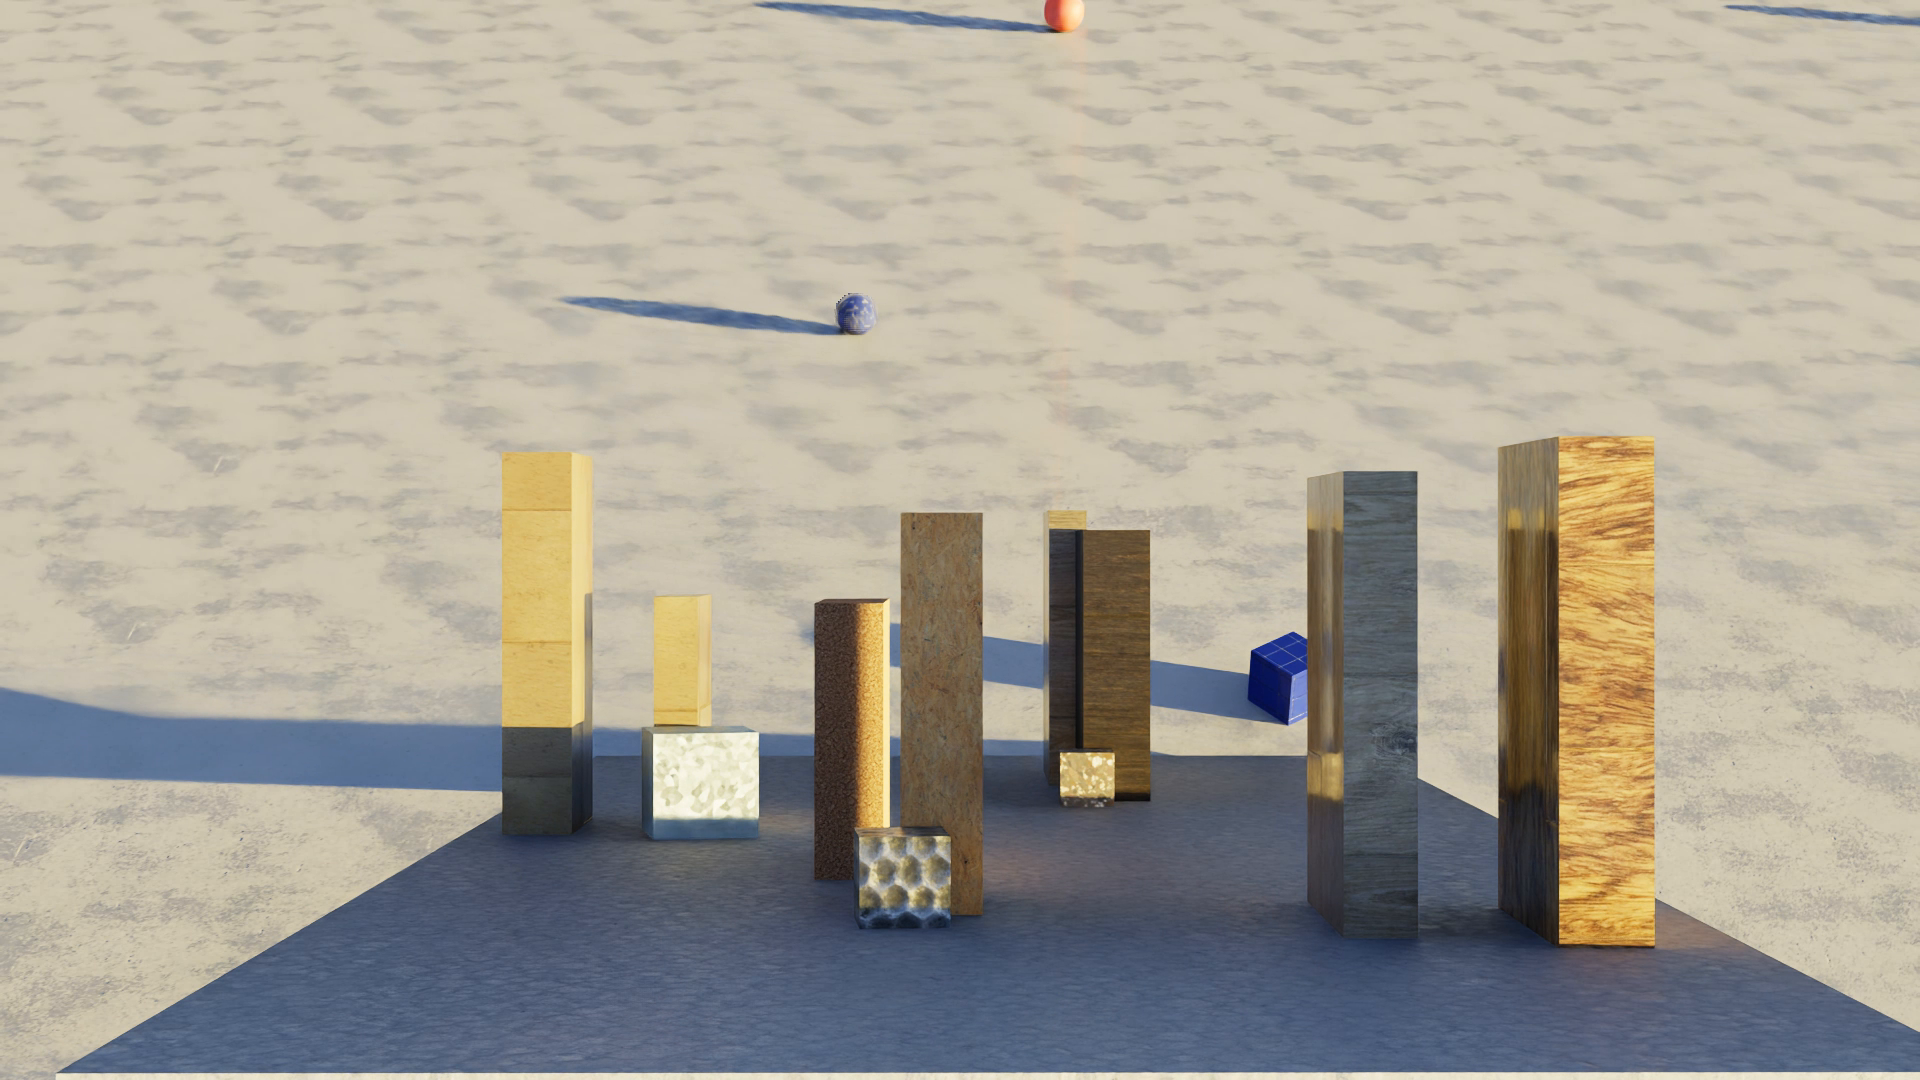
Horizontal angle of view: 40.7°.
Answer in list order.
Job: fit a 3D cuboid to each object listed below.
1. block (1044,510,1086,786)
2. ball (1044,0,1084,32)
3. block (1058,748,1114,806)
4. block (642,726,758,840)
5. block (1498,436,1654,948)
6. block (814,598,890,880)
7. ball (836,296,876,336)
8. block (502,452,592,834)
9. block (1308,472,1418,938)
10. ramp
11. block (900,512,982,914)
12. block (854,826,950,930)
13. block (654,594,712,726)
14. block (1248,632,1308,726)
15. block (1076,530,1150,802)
[{"bbox_3d":[0.243,0.244,6.031,0.085,0.620,0.403,0,0,0],"label":"block"},{"bbox_3d":[0.469,-2.393,11.712,0.185,0.185,0.185,0,30,0],"label":"ball"},{"bbox_3d":[0.264,0.497,5.414,0.112,0.112,0.112,0,0,1],"label":"block"},{"bbox_3d":[-0.491,0.455,4.875,0.195,0.195,0.195,0,0,-13],"label":"block"},{"bbox_3d":[0.869,0.205,3.675,0.128,0.689,0.393,0,0,0],"label":"block"},{"bbox_3d":[-0.180,0.327,4.376,0.112,0.448,0.363,0,0,0],"label":"block"},{"bbox_3d":[-0.359,-0.780,8.987,0.140,0.140,0.140,0,30,0],"label":"ball"},{"bbox_3d":[-0.793,0.194,4.987,0.131,0.717,0.274,0,0,0],"label":"block"},{"bbox_3d":[0.580,0.227,3.757,0.103,0.645,0.371,0,0,0],"label":"block"},{"bbox_3d":[0.068,0.602,4.663,2.000,0.100,4.000,0,0,0],"label":"ramp"},{"bbox_3d":[-0.027,0.255,3.940,0.121,0.591,0.280,0,0,0],"label":"block"},{"bbox_3d":[-0.084,0.485,3.728,0.130,0.130,0.130,0,0,-6],"label":"block"},{"bbox_3d":[-0.546,0.331,5.108,0.084,0.443,0.273,0,0,0],"label":"block"},{"bbox_3d":[0.894,0.373,6.989,0.159,0.159,0.159,-21,36,-32],"label":"block"},{"bbox_3d":[0.331,0.266,5.664,0.142,0.574,0.389,0,0,0],"label":"block"}]
